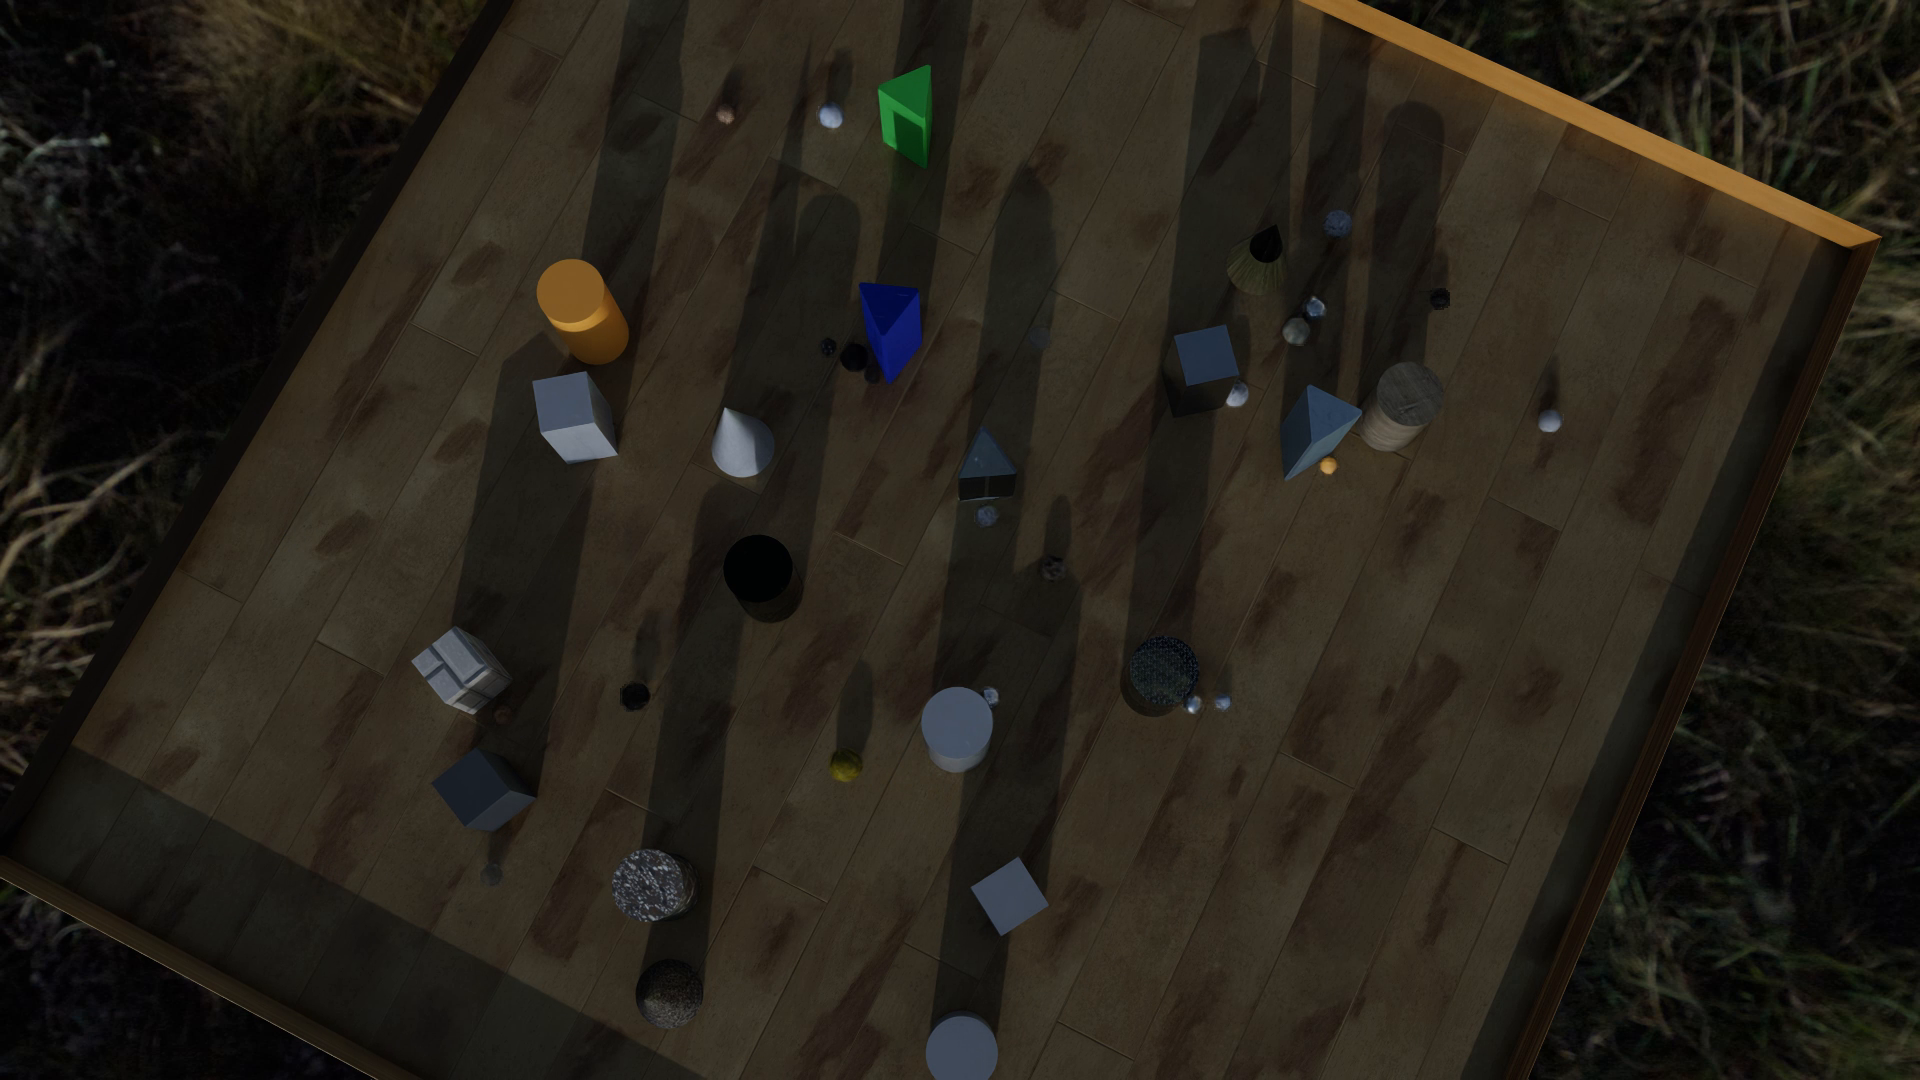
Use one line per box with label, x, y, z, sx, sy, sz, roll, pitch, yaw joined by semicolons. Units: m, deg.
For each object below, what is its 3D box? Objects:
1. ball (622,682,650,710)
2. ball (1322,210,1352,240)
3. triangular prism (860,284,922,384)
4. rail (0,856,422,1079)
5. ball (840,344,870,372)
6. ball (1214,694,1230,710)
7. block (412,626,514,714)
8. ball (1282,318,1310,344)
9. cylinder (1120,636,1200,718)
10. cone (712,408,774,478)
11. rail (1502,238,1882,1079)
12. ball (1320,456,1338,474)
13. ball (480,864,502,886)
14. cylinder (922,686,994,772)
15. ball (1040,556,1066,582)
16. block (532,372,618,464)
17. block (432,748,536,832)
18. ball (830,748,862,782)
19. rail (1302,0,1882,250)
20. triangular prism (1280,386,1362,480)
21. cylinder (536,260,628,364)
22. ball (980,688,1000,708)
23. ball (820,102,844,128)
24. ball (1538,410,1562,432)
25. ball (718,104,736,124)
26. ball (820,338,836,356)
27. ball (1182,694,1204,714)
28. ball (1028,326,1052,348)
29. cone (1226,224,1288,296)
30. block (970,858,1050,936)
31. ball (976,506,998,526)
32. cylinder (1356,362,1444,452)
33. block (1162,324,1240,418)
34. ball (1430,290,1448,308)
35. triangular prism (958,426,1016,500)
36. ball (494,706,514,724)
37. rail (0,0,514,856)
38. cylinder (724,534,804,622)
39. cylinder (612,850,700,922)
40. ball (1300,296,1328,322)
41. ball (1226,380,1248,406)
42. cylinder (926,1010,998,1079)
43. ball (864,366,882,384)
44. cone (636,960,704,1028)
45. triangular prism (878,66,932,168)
ball;-0.969;0.468;5.477;0.084;0.084;0.084;0;78;0
ball;1.190;-0.992;5.775;0.093;0.093;0.093;0;78;0
triangular prism;-0.230;-0.646;5.502;0.148;0.486;0.171;36;81;7
rail;-0.943;1.854;5.166;4.261;0.128;0.045;26;80;5
ball;-0.326;-0.565;5.688;0.090;0.090;0.090;0;78;0
ball;0.787;0.484;5.492;0.048;0.048;0.048;0;78;0
block;-1.456;0.385;5.381;0.158;0.306;0.158;-40;81;-8
ball;1.047;-0.650;5.709;0.083;0.083;0.083;0;78;0
cylinder;0.581;0.403;5.367;0.198;0.325;0.198;0;78;0
cone;-0.673;-0.335;5.459;0.198;0.444;0.198;0;78;0
rail;1.884;0.929;5.358;0.045;0.128;4.265;26;80;5
ball;1.135;-0.230;5.637;0.053;0.053;0.053;0;78;0
ball;-1.377;0.983;5.381;0.064;0.064;0.064;0;78;0
cylinder;-0.007;0.549;5.255;0.198;0.486;0.198;0;78;0
ball;0.282;0.089;5.558;0.079;0.079;0.079;0;78;0
block;-1.150;-0.363;5.499;0.158;0.377;0.158;-11;79;-2
block;-1.372;0.725;5.297;0.158;0.331;0.158;-39;81;-7
ball;-0.338;0.666;5.428;0.099;0.099;0.099;0;78;0
rail;0.943;-1.840;5.931;4.261;0.128;0.045;26;80;5
triangular prism;1.036;-0.336;5.453;0.171;0.456;0.148;-32;80;-6
cylinder;-1.137;-0.685;5.549;0.198;0.410;0.198;0;78;0
ball;0.091;0.472;5.487;0.062;0.062;0.062;0;78;0
ball;-0.409;-1.356;5.855;0.082;0.082;0.082;0;78;0
ball;1.820;-0.367;5.656;0.073;0.073;0.073;0;78;0
ball;-0.748;-1.364;5.869;0.059;0.059;0.059;0;78;0
ball;-0.410;-0.601;5.714;0.053;0.053;0.053;0;78;0
ball;0.695;0.491;5.480;0.064;0.064;0.064;0;78;0
ball;0.250;-0.633;5.712;0.069;0.069;0.069;0;78;0
cone;0.941;-0.904;5.620;0.198;0.359;0.198;0;78;0
block;0.139;1.023;5.256;0.158;0.292;0.158;-32;80;-6
ball;0.083;-0.074;5.599;0.064;0.064;0.064;0;78;0
cylinder;1.327;-0.400;5.546;0.198;0.301;0.198;0;78;0
block;0.722;-0.506;5.542;0.158;0.351;0.158;-12;79;-3
ball;1.503;-0.756;5.744;0.057;0.057;0.057;0;78;0
triangular prism;0.075;-0.232;5.512;0.171;0.299;0.148;-5;78;-1
ball;-1.365;0.523;5.479;0.057;0.057;0.057;0;78;0
rail;-1.884;-0.916;5.740;0.045;0.128;4.265;26;80;5
cylinder;-0.576;0.118;5.404;0.198;0.369;0.198;0;78;0
cylinder;-0.863;0.988;5.232;0.198;0.352;0.198;0;78;0
ball;1.106;-0.721;5.725;0.081;0.081;0.081;0;78;0
ball;0.852;-0.453;5.669;0.082;0.082;0.082;0;78;0
cylinder;0.005;1.434;5.159;0.198;0.316;0.198;0;78;0
ball;-0.272;-0.511;5.694;0.055;0.055;0.055;0;78;0
cone;-0.847;1.279;5.130;0.198;0.434;0.198;0;78;0
triangular prism;-0.135;-1.334;5.698;0.171;0.381;0.148;35;80;7
